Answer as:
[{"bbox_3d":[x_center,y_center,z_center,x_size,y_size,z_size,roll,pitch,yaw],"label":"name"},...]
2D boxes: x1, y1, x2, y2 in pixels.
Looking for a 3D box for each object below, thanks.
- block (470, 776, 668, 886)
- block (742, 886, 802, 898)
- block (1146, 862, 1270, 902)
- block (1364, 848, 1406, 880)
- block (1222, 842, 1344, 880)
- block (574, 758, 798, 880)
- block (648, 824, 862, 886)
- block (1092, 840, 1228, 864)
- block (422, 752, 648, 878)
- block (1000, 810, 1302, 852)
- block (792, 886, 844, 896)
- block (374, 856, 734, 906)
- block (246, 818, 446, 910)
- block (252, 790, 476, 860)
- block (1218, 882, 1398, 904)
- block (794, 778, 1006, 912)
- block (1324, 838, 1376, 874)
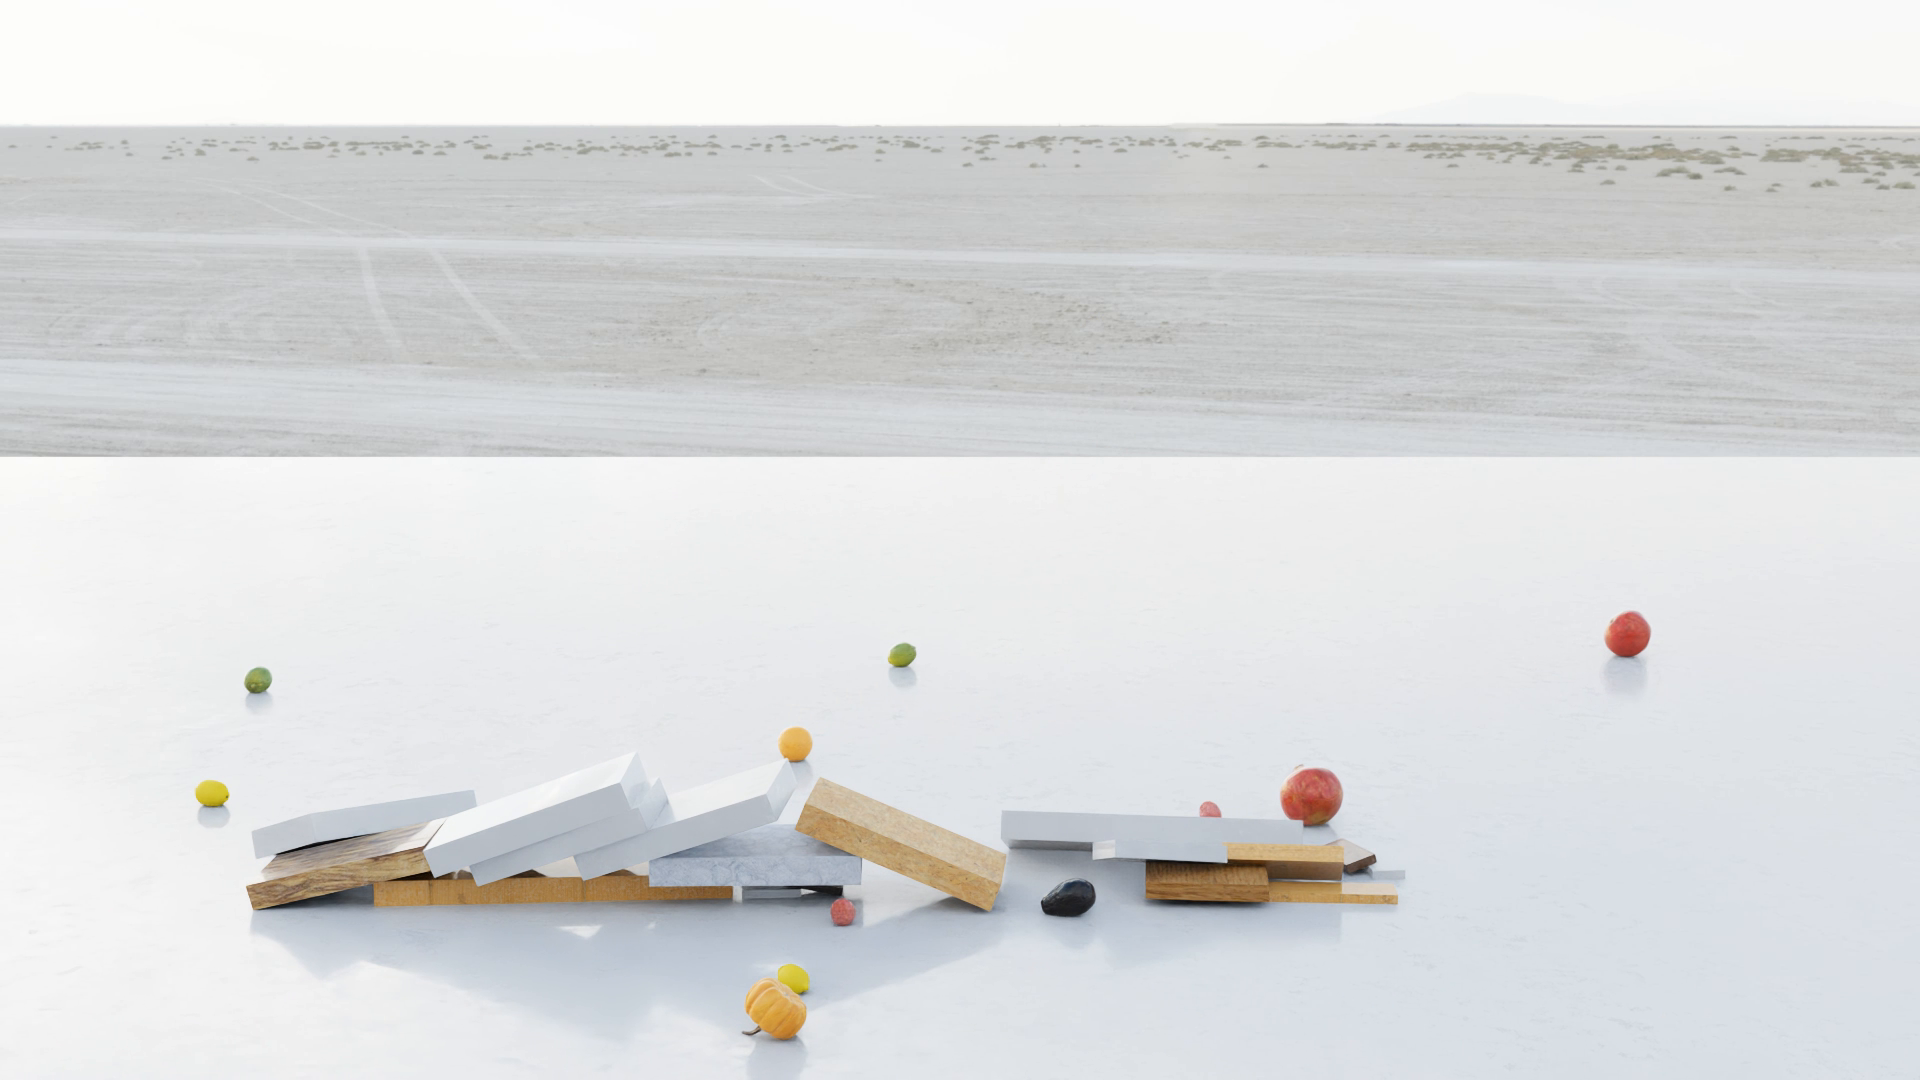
[{"bbox_3d":[-0.644,0.480,3.624,0.304,0.043,0.152,-19,10,9],"label":"block"},{"bbox_3d":[-0.314,0.583,3.671,0.098,0.014,0.049,-1,11,-3],"label":"block"},{"bbox_3d":[0.407,0.565,3.637,0.200,0.028,0.100,1,11,4],"label":"block"},{"bbox_3d":[0.723,0.559,3.792,0.057,0.016,0.113,-1,11,-6],"label":"block"},{"bbox_3d":[0.542,0.541,3.698,0.200,0.028,0.100,1,-26,7],"label":"block"},{"bbox_3d":[-0.450,0.459,3.618,0.344,0.049,0.172,-18,11,11],"label":"block"},{"bbox_3d":[-0.335,0.523,3.659,0.344,0.049,0.172,0,11,-1],"label":"block"},{"bbox_3d":[0.332,0.520,3.658,0.200,0.028,0.100,5,-12,-17],"label":"block"},{"bbox_3d":[-0.696,0.450,3.621,0.343,0.049,0.171,-20,10,5],"label":"block"},{"bbox_3d":[0.331,0.509,3.794,0.507,0.049,0.171,1,-13,6],"label":"block"},{"bbox_3d":[-0.244,0.572,3.676,0.098,0.014,0.049,11,10,-2],"label":"block"},{"bbox_3d":[-0.674,0.563,3.698,0.585,0.043,0.152,-1,11,-4],"label":"block"},{"bbox_3d":[-1.009,0.536,3.651,0.304,0.043,0.152,-13,10,4],"label":"block"},{"bbox_3d":[-1.025,0.491,3.803,0.171,0.049,0.343,-18,-10,37],"label":"block"},{"bbox_3d":[0.551,0.585,3.653,0.342,0.016,0.057,1,11,3],"label":"block"},{"bbox_3d":[-0.095,0.502,3.649,0.344,0.049,0.172,23,9,1],"label":"block"},{"bbox_3d":[0.668,0.546,3.807,0.057,0.016,0.113,-18,12,-16],"label":"block"}]
